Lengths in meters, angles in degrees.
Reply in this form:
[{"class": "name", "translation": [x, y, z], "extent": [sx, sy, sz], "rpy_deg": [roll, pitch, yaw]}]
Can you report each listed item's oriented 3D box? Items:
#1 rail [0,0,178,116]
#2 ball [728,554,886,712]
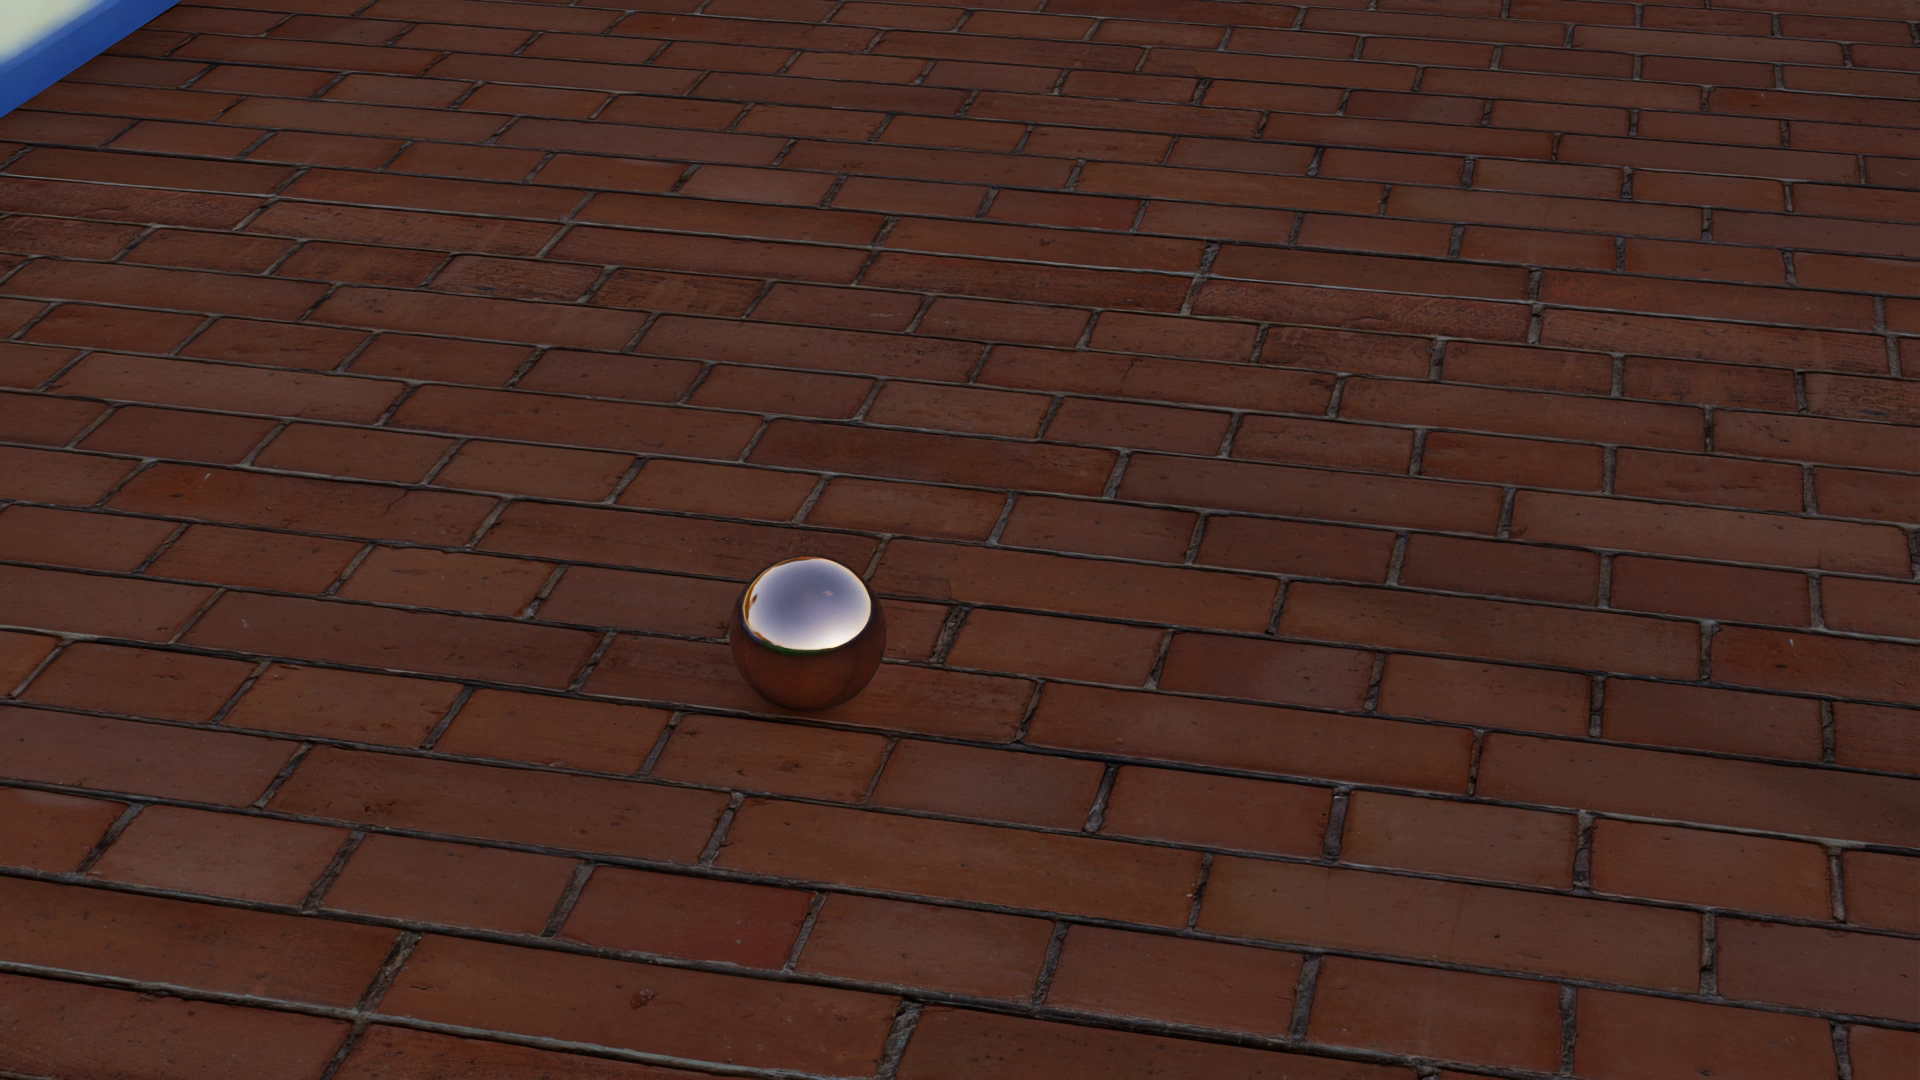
[{"class": "rail", "translation": [-0.766, -0.498, 2.650], "extent": [0.045, 0.127, 3.391], "rpy_deg": [6, 28, 11]}, {"class": "ball", "translation": [-0.085, 0.052, 1.639], "extent": [0.088, 0.088, 0.088], "rpy_deg": [0, 28, 0]}]
